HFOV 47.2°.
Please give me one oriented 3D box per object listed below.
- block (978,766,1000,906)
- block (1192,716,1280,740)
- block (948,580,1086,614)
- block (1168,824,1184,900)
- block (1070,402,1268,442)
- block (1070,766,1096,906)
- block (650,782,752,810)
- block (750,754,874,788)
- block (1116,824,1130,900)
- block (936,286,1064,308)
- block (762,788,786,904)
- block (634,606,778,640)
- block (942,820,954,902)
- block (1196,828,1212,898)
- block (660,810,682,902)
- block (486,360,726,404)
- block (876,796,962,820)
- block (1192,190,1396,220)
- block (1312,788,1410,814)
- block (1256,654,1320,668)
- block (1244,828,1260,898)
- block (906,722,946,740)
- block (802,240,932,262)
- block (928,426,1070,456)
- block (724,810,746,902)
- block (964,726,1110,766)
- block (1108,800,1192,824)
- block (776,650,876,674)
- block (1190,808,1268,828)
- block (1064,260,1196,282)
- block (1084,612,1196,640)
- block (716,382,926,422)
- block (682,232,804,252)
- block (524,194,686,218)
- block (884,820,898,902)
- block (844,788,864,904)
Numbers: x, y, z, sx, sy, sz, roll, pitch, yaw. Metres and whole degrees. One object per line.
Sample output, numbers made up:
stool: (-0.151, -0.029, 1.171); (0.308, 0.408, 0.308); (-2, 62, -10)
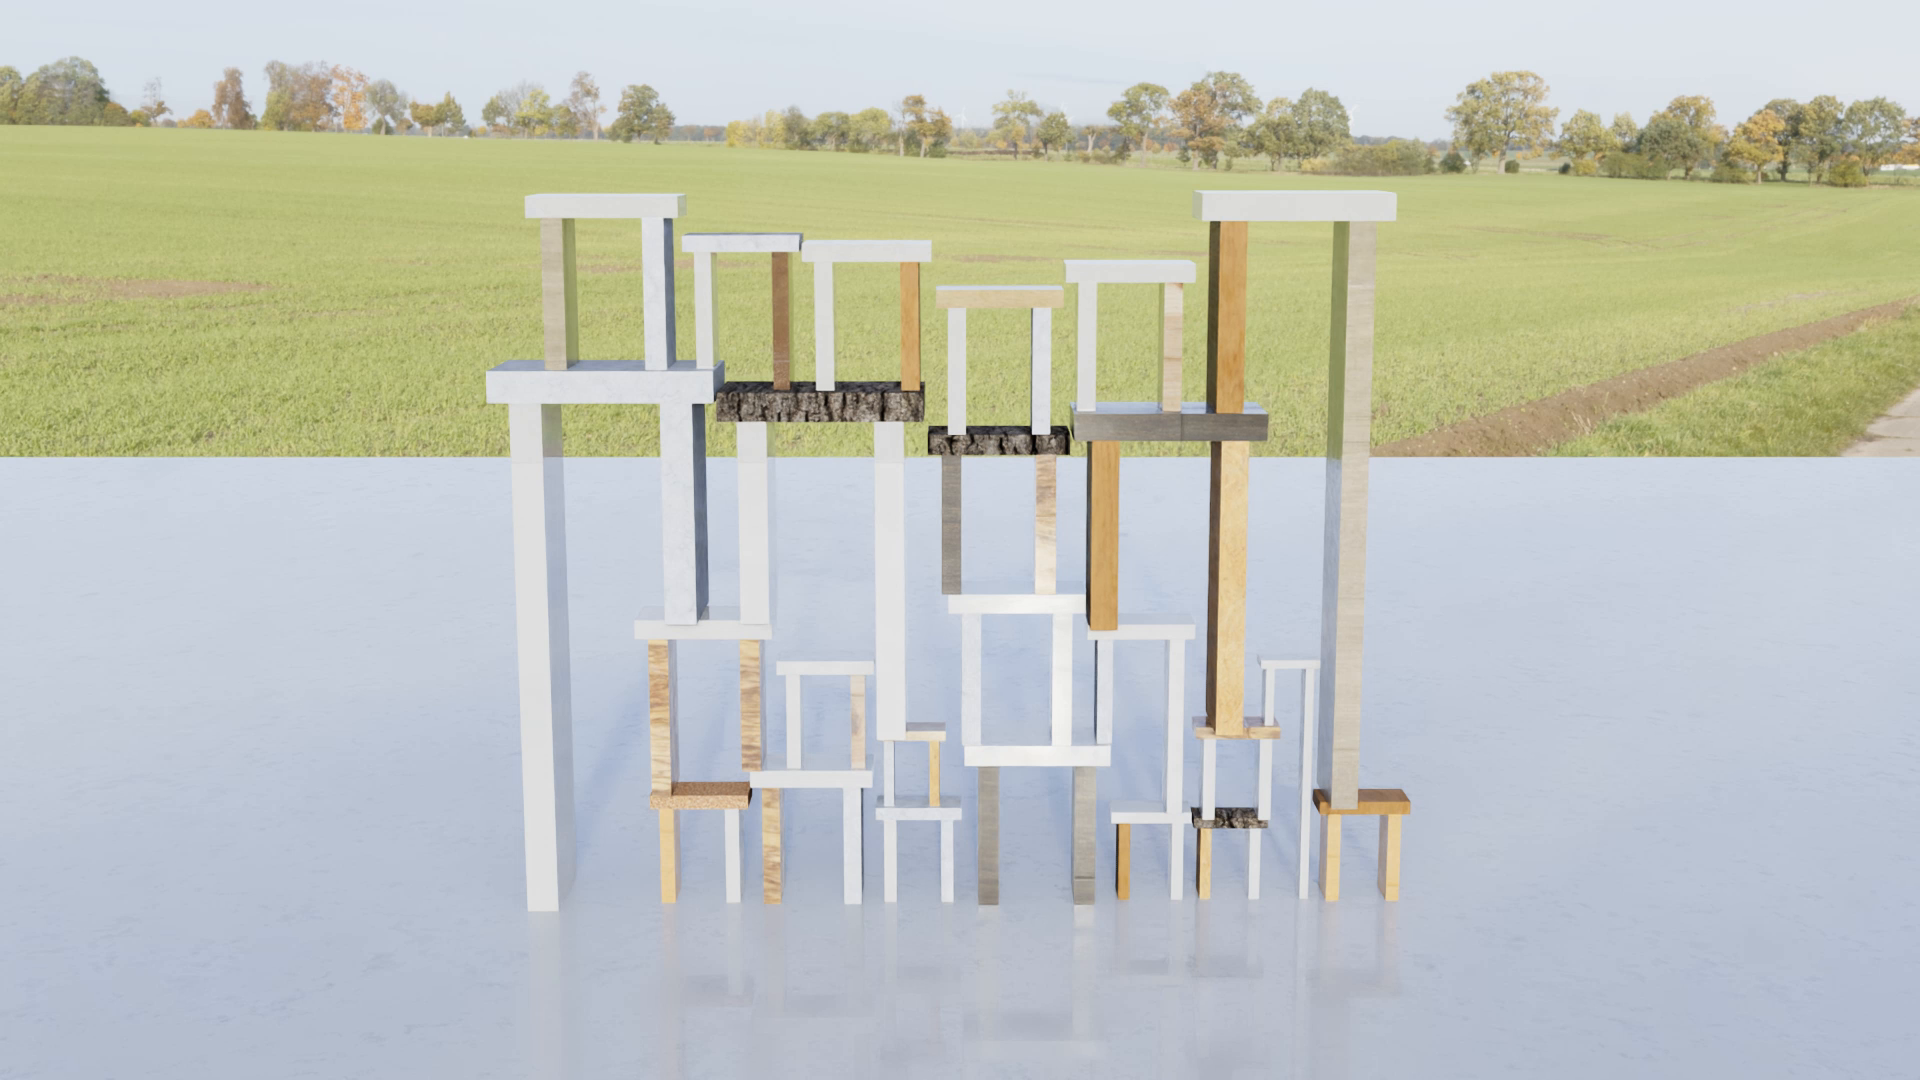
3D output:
block: (0.047, 0.473, 3.651); (0.034, 0.237, 0.118); (0, 11, 0)
block: (0.454, 0.309, 3.617); (0.138, 0.020, 0.069); (0, 11, 0)
block: (0.091, 0.092, 3.580); (0.220, 0.031, 0.110); (0, 11, 0)
block: (0.359, 0.525, 3.661); (0.019, 0.131, 0.066); (0, 11, 0)
block: (0.331, -0.190, 3.520); (0.304, 0.043, 0.152); (0, 11, 0)
block: (0.205, 0.473, 3.651); (0.034, 0.237, 0.118); (0, 11, 0)
block: (-0.427, 0.422, 3.634); (0.160, 0.023, 0.080); (0, 11, 0)
block: (-0.242, 0.381, 3.630); (0.199, 0.028, 0.099); (0, 11, 0)
block: (0.271, 0.525, 3.661); (0.019, 0.131, 0.066); (0, 11, 0)
block: (0.062, -0.386, 3.485); (0.200, 0.028, 0.100); (0, 11, 0)
block: (-0.309, 0.492, 3.650); (0.028, 0.199, 0.099); (0, 10, 0)
block: (-0.413, 0.134, 3.587); (0.221, 0.031, 0.110); (0, 11, 0)
block: (-0.021, 0.522, 3.652); (0.020, 0.140, 0.070); (0, 11, 0)
block: (0.406, 0.529, 3.663); (0.017, 0.122, 0.061); (0, 11, 0)
block: (-0.480, 0.512, 3.651); (0.023, 0.160, 0.080); (0, 11, 0)
block: (-0.562, -0.254, 3.517); (0.354, 0.050, 0.177); (0, 11, 0)
block: (-0.068, 0.443, 3.638); (0.140, 0.020, 0.070); (0, 11, 0)
block: (0.523, -0.527, 3.462); (0.299, 0.042, 0.149); (0, 11, 0)
block: (0.664, 0.433, 3.642); (0.148, 0.021, 0.074); (0, 11, 0)
block: (0.537, 0.198, 3.595); (0.096, 0.014, 0.048); (0, 11, -1)
block: (0.487, 0.529, 3.663); (0.017, 0.122, 0.061); (0, 11, 0)
block: (-0.080, 0.315, 3.618); (0.112, 0.016, 0.056); (0, 11, 0)
block: (-0.146, -0.457, 3.475); (0.202, 0.029, 0.101); (0, 11, 0)
block: (0.062, -0.161, 3.533); (0.226, 0.032, 0.113); (0, 11, 0)
block: (-0.374, 0.512, 3.651); (0.023, 0.160, 0.080); (0, 11, 0)
block: (0.126, 0.340, 3.627); (0.237, 0.034, 0.118); (0, 11, 0)
block: (0.315, 0.451, 3.647); (0.131, 0.019, 0.066); (0, 11, 0)
block: (-0.219, 0.200, 3.600); (0.158, 0.022, 0.079); (0, 11, 0)
block: (0.446, 0.461, 3.651); (0.121, 0.017, 0.061); (0, 11, 0)
block: (0.267, -0.426, 3.484); (0.203, 0.029, 0.101); (0, 11, 0)
block: (0.293, 0.141, 3.590); (0.174, 0.025, 0.087); (0, 11, 0)
block: (-0.219, -0.222, 3.519); (0.324, 0.046, 0.162); (0, 11, 0)
block: (-0.342, -0.470, 3.474); (0.183, 0.026, 0.091); (0, 11, 0)
block: (-0.555, -0.526, 3.461); (0.236, 0.033, 0.118); (0, 11, 0)
block: (-0.115, 0.522, 3.652); (0.020, 0.140, 0.070); (0, 11, 0)
block: (-0.176, 0.492, 3.650); (0.028, 0.199, 0.099); (0, 11, 0)
